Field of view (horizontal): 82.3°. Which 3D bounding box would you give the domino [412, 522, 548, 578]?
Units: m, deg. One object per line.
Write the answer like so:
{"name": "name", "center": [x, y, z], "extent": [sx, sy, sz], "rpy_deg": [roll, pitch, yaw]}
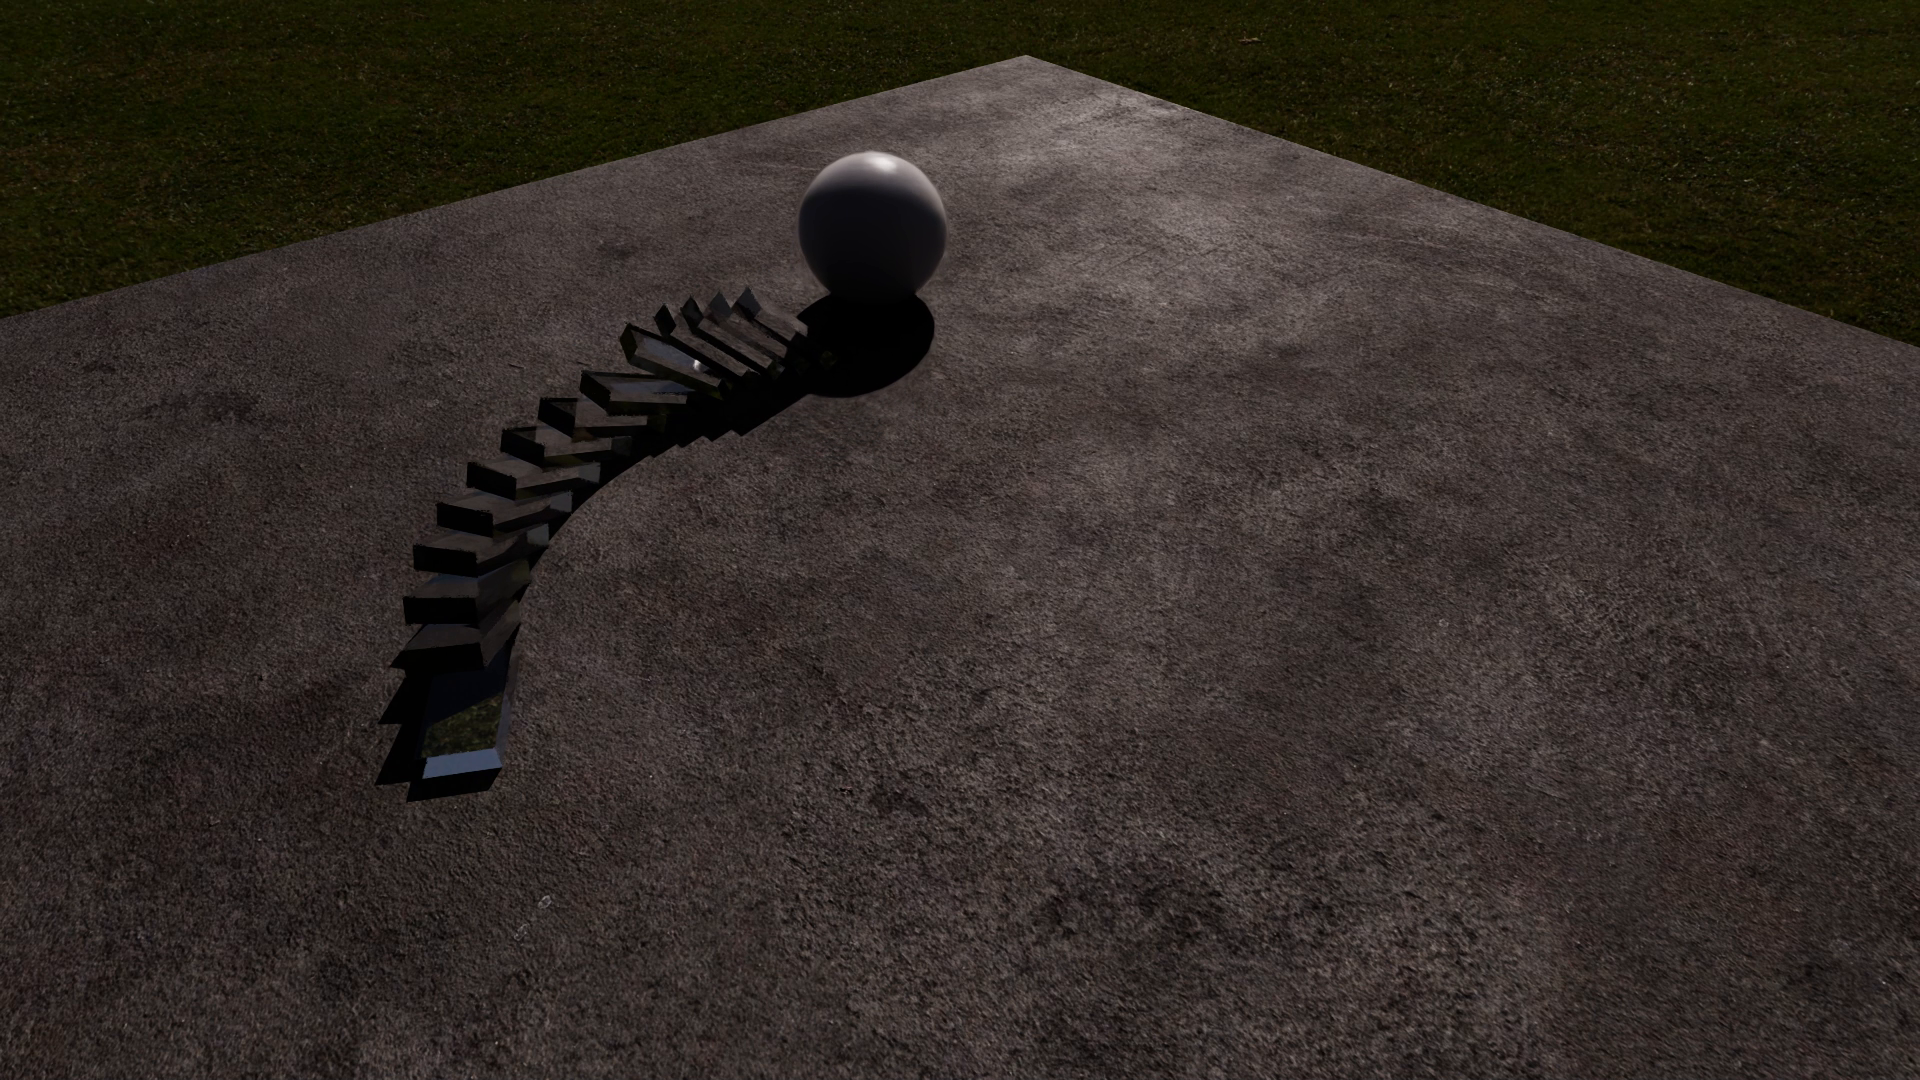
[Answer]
{"name": "domino", "center": [-0.184, 0.002, 0.425], "extent": [0.025, 0.009, 0.050], "rpy_deg": [7, 14, 8]}

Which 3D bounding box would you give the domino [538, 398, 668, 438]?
{"name": "domino", "center": [-0.160, -0.055, 0.495], "extent": [0.025, 0.010, 0.050], "rpy_deg": [26, 21, 29]}

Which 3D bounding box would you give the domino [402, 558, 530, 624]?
{"name": "domino", "center": [-0.181, 0.018, 0.406], "extent": [0.025, 0.009, 0.050], "rpy_deg": [0, 15, 0]}

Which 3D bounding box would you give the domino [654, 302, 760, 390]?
{"name": "domino", "center": [-0.122, -0.093, 0.532], "extent": [0.050, 0.010, 0.025], "rpy_deg": [29, 18, -42]}

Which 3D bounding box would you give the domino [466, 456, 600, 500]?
{"name": "domino", "center": [-0.178, -0.028, 0.461], "extent": [0.025, 0.010, 0.050], "rpy_deg": [16, 16, 18]}

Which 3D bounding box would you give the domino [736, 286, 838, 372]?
{"name": "domino", "center": [-0.085, -0.104, 0.545], "extent": [0.050, 0.009, 0.025], "rpy_deg": [29, 18, -42]}

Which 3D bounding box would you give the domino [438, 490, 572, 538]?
{"name": "domino", "center": [-0.182, -0.013, 0.443], "extent": [0.025, 0.010, 0.050], "rpy_deg": [11, 15, 13]}

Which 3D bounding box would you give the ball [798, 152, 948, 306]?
{"name": "ball", "center": [-0.047, -0.166, 0.591], "extent": [0.080, 0.080, 0.080], "rpy_deg": [0, 39, 0]}

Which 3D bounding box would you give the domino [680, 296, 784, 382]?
{"name": "domino", "center": [-0.111, -0.098, 0.538], "extent": [0.050, 0.010, 0.025], "rpy_deg": [29, 18, -42]}

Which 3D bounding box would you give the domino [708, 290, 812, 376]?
{"name": "domino", "center": [-0.098, -0.101, 0.542], "extent": [0.050, 0.010, 0.025], "rpy_deg": [29, 18, -42]}

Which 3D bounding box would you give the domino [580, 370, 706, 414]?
{"name": "domino", "center": [-0.147, -0.068, 0.510], "extent": [0.025, 0.010, 0.050], "rpy_deg": [33, 24, 34]}

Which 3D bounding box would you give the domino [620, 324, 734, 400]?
{"name": "domino", "center": [-0.135, -0.085, 0.525], "extent": [0.050, 0.010, 0.025], "rpy_deg": [19, 24, -38]}

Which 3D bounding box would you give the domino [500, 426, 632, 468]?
{"name": "domino", "center": [-0.170, -0.042, 0.478], "extent": [0.025, 0.010, 0.050], "rpy_deg": [21, 18, 23]}

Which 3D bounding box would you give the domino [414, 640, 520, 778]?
{"name": "domino", "center": [-0.167, 0.057, 0.374], "extent": [0.025, 0.010, 0.050], "rpy_deg": [-7, 40, -9]}

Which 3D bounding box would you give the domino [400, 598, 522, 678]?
{"name": "domino", "center": [-0.174, 0.033, 0.387], "extent": [0.025, 0.010, 0.050], "rpy_deg": [-6, 15, -7]}
